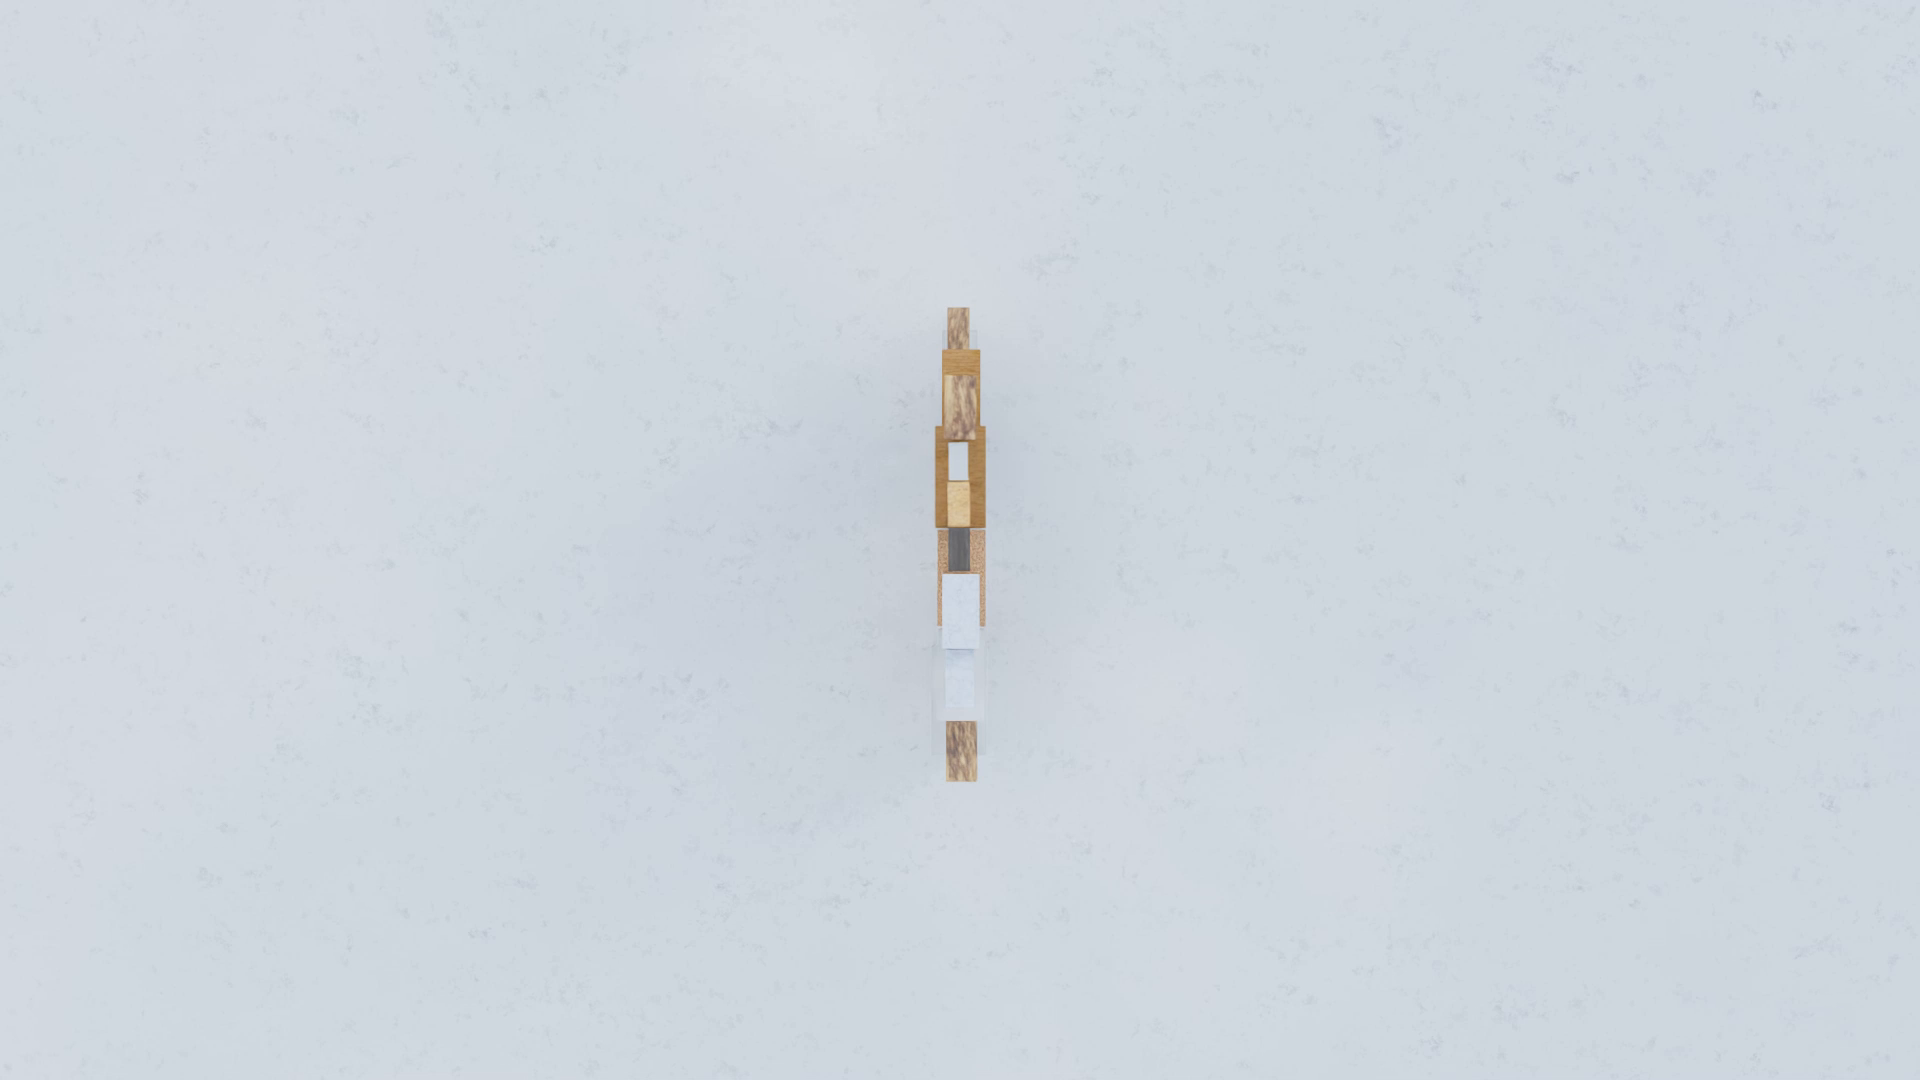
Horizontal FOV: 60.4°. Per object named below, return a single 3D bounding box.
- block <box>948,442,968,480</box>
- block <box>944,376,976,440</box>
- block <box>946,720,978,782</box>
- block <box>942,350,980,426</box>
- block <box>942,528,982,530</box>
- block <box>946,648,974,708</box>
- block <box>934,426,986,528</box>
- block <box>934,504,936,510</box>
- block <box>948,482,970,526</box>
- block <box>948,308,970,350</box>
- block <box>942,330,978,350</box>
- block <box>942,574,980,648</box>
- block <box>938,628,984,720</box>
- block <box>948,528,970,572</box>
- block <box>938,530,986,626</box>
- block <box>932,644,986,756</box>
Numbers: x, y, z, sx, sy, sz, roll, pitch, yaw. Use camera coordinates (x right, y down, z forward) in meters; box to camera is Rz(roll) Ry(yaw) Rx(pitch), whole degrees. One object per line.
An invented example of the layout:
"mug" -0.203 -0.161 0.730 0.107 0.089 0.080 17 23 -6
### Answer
"block" -0.005 -0.228 4.796 0.055 0.016 0.111 0 90 0
"block" 0.001 -0.379 4.720 0.091 0.026 0.182 1 90 0
"block" 0.005 0.625 4.913 0.093 0.026 0.186 0 90 0
"block" 0.004 -0.460 4.999 0.116 0.033 0.232 0 90 0
"block" 0.004 0.068 5.225 0.128 0.036 0.257 0 90 0
"block" -0.001 0.388 4.635 0.081 0.023 0.162 0 90 0
"block" 0.001 -0.188 4.936 0.152 0.043 0.303 0 90 0
"block" 0.001 -0.087 5.109 0.152 0.303 0.043 -1 90 0
"block" -0.003 -0.104 4.777 0.064 0.018 0.128 -1 90 0
"block" -0.005 -0.650 5.101 0.068 0.019 0.137 0 90 0
"block" -0.001 -0.557 5.263 0.111 0.031 0.221 0 90 0
"block" 0.002 0.198 4.587 0.103 0.029 0.207 0 90 0
"block" 0.002 0.394 4.827 0.133 0.038 0.266 0 90 0
"block" -0.002 0.028 4.748 0.062 0.017 0.123 0 90 0
"block" 0.005 0.112 4.901 0.143 0.041 0.286 0 90 0
"block" -0.003 0.498 5.137 0.170 0.048 0.339 0 90 0
